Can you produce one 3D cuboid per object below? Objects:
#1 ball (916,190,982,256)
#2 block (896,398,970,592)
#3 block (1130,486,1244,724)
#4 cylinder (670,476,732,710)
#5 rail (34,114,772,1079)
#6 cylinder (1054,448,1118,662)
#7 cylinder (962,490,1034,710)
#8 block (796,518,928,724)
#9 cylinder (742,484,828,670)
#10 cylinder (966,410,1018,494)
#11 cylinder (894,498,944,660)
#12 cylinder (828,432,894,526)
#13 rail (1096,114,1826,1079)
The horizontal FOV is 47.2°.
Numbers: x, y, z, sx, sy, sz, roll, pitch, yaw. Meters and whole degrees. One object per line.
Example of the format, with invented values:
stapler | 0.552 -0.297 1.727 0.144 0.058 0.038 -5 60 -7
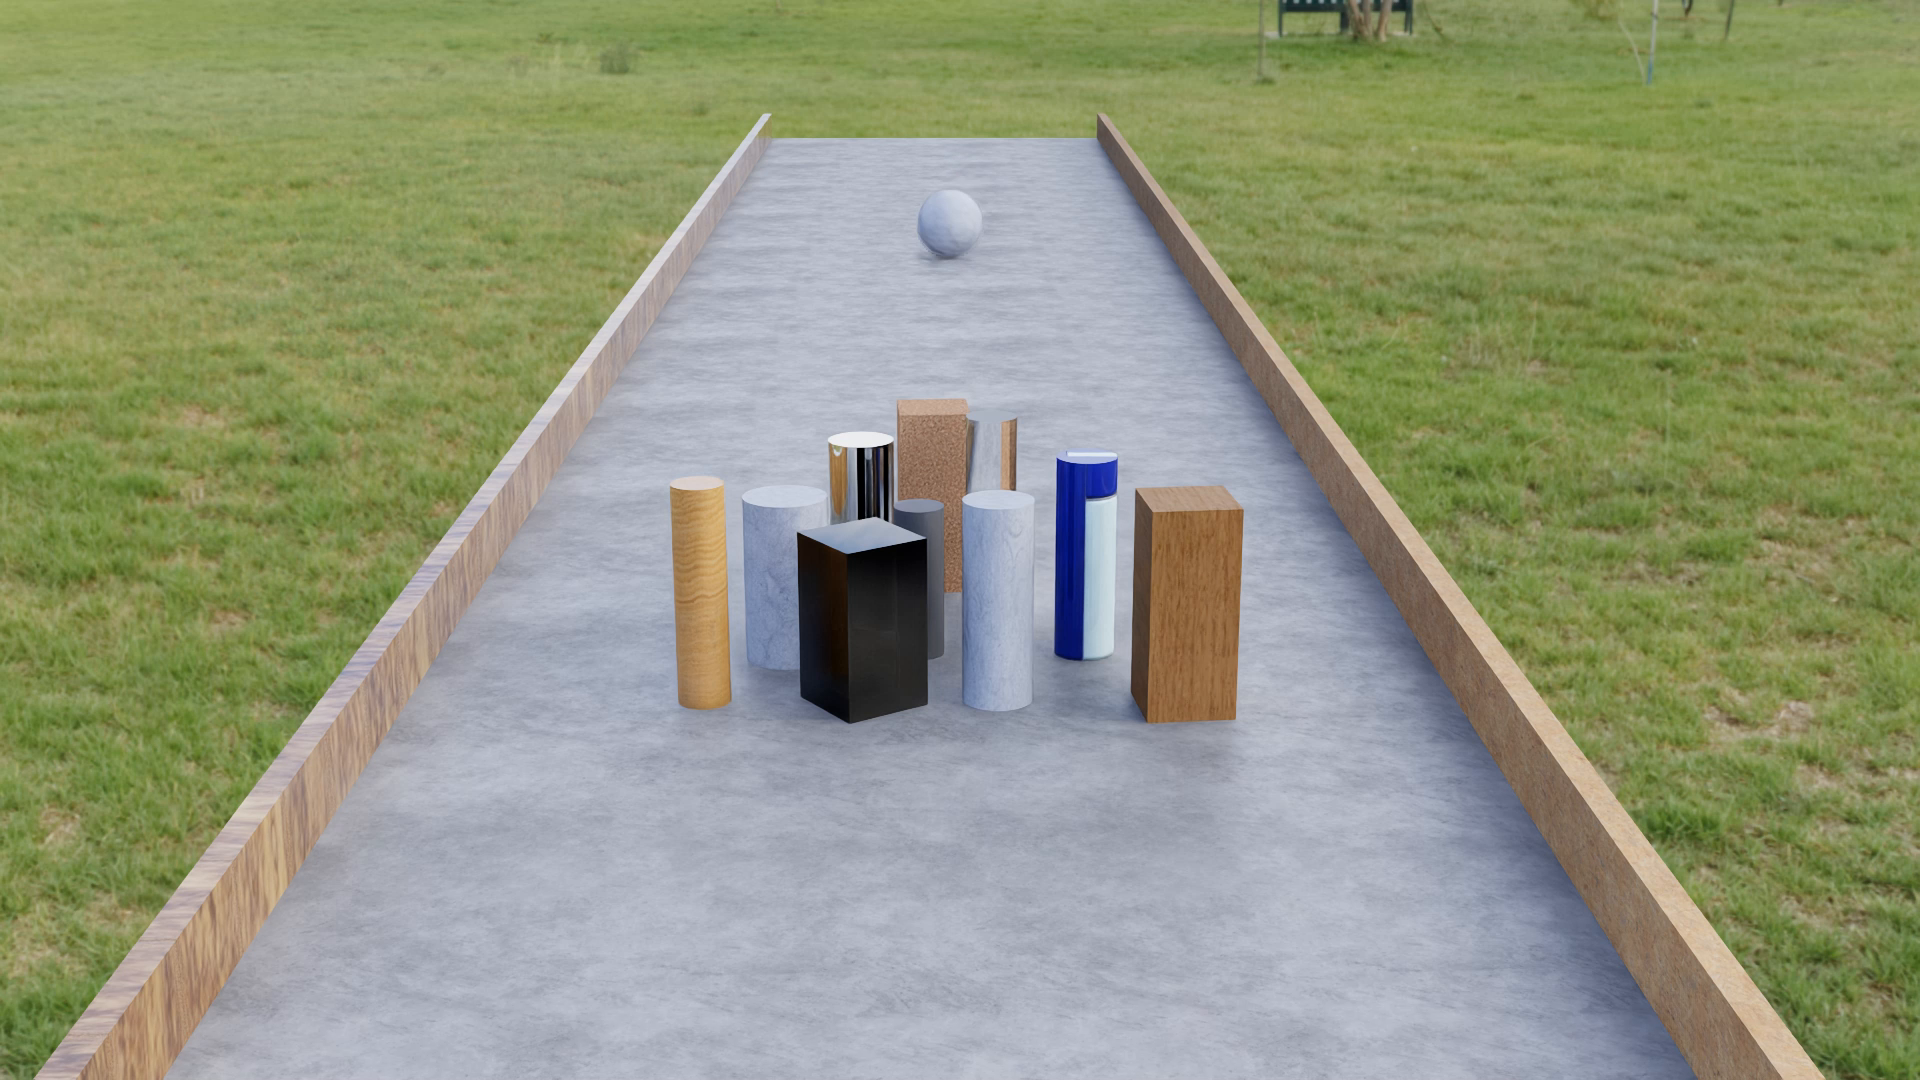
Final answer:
ball | -0.043 -1.329 9.210 0.276 0.276 0.276 0 17 0
block | -0.058 -0.098 4.852 0.153 0.402 0.153 -1 17 -4
block | 0.422 0.119 4.113 0.168 0.408 0.168 -2 17 -6
cylinder | -0.487 0.100 4.136 0.101 0.429 0.101 0 17 0
rail | -1.118 -0.838 7.780 0.050 0.150 12.000 0 17 -1
cylinder | 0.252 0.030 4.407 0.122 0.409 0.122 0 17 0
cylinder | 0.072 0.114 4.153 0.136 0.395 0.136 0 17 0
block | -0.183 0.149 4.149 0.175 0.330 0.175 -11 20 -33
cylinder | -0.346 0.073 4.395 0.169 0.334 0.169 0 17 0
cylinder | 0.066 -0.052 4.647 0.108 0.431 0.108 0 17 0
cylinder | -0.082 0.079 4.418 0.101 0.309 0.101 0 17 0
cylinder | -0.207 -0.028 4.655 0.137 0.380 0.137 0 17 0
rail | 0.932 -0.844 7.801 0.050 0.150 12.000 0 17 -1
